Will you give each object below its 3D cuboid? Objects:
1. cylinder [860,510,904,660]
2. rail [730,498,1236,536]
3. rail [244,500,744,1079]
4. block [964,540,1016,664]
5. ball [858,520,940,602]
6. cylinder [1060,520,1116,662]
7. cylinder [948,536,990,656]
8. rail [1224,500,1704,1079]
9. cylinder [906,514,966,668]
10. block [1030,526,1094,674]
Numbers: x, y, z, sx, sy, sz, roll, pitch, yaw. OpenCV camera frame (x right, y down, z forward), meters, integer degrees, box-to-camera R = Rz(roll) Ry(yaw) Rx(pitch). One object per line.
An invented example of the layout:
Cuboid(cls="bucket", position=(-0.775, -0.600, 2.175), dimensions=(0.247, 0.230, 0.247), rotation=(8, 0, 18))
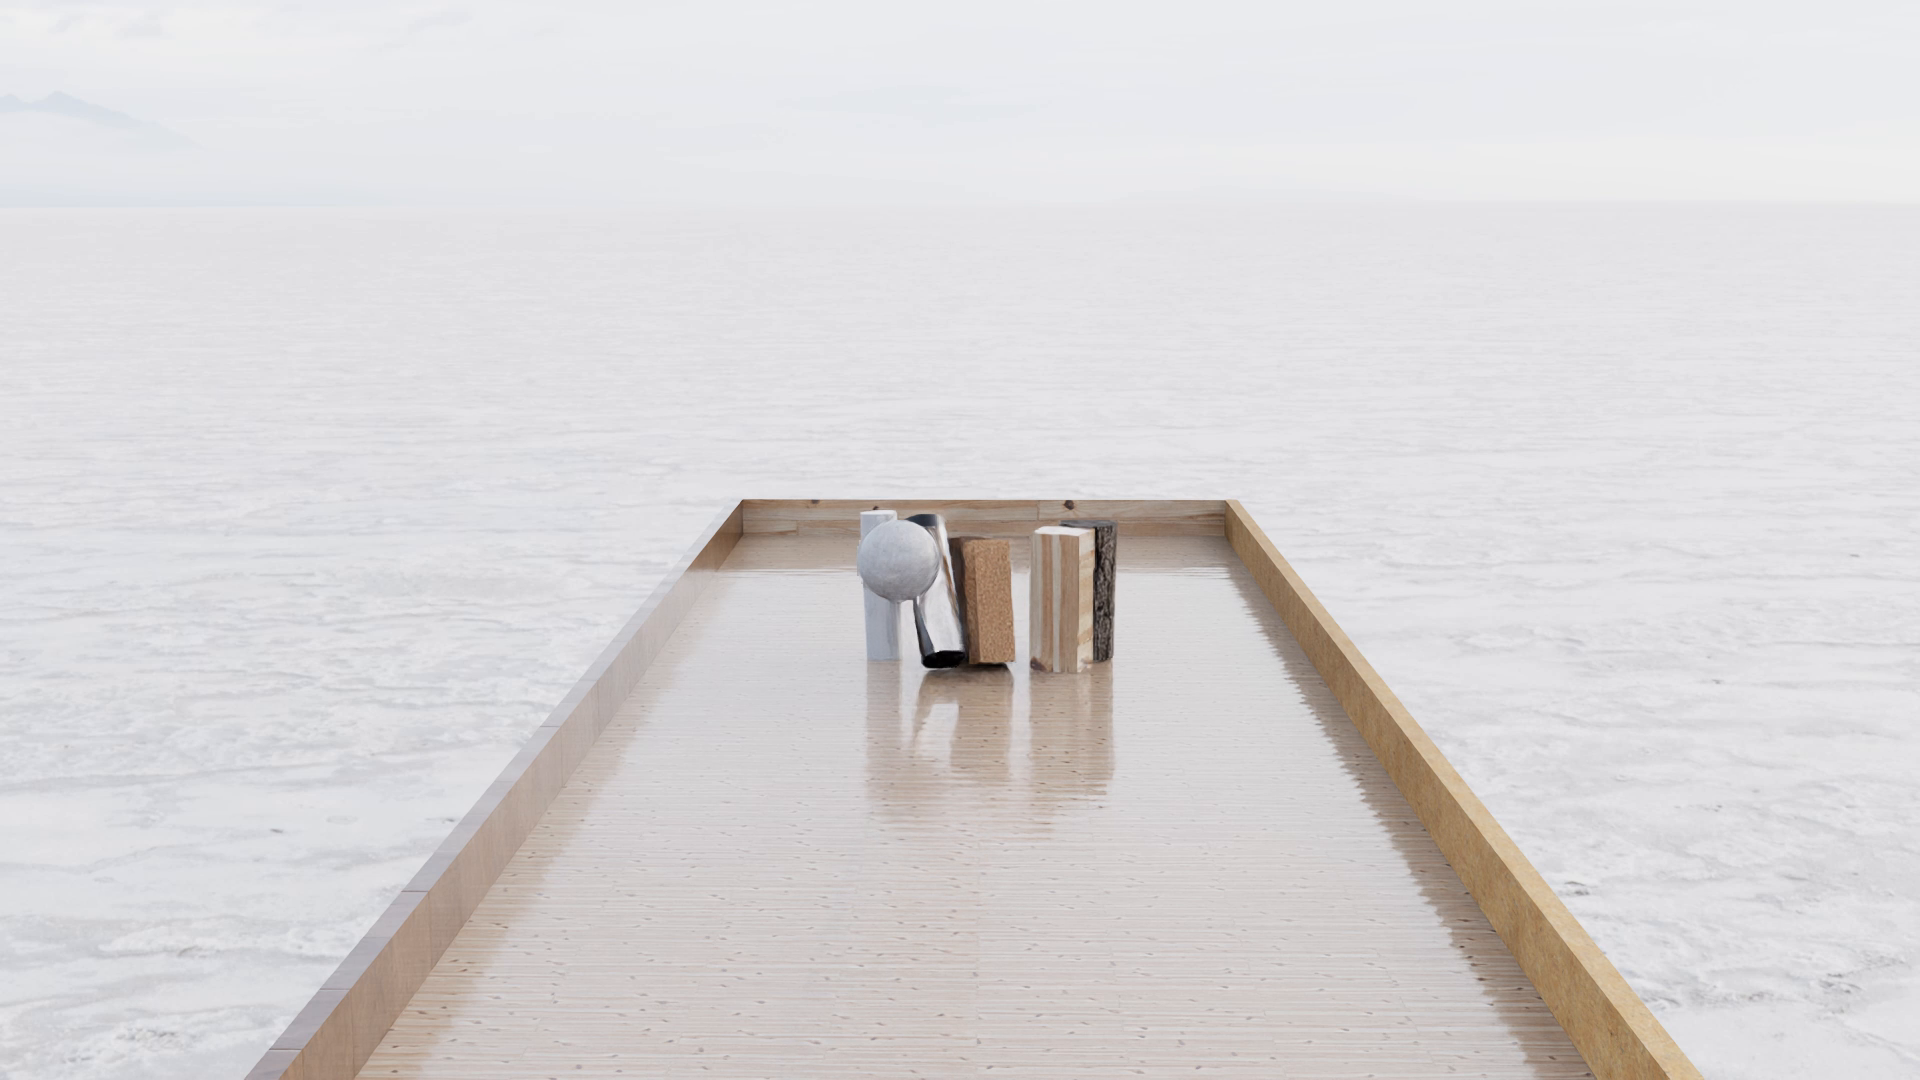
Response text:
Cuboid(cls="cylinder", position=(-0.239, 0.137, 6.715), dimensions=(0.114, 0.442, 0.114), rotation=(-2, 6, 0))
Cuboid(cls="rail", position=(0.099, -0.098, 9.147), dimensions=(2.100, 0.150, 0.050), rotation=(0, 9, 1))
Cuboid(cls="rail", position=(-1.004, 0.839, 3.234), dimensions=(0.050, 0.150, 12.000), rotation=(0, 9, 1))
Cuboid(cls="block", position=(0.088, 0.186, 6.611), dimensions=(0.109, 0.365, 0.109), rotation=(-2, -5, -17))
Cuboid(cls="ball", position=(-0.180, 0.061, 6.466), dimensions=(0.242, 0.242, 0.242), rotation=(0, 9, 0))
Cuboid(cls="cylinder", position=(0.385, 0.152, 6.718), dimensions=(0.175, 0.412, 0.175), rotation=(1, 8, 0))
Cuboid(cls="cylinder", position=(0.030, 0.172, 6.723), dimensions=(0.133, 0.353, 0.133), rotation=(0, -5, 0))
Cuboid(cls="rail", position=(1.046, 0.843, 3.208), dimensions=(0.050, 0.150, 12.000), rotation=(0, 9, 1))
Cuboid(cls="cylinder", position=(-0.081, 0.152, 6.621), dimensions=(0.135, 0.456, 0.135), rotation=(-7, -26, -4))
Cuboid(cls="block", position=(0.305, 0.176, 6.573), dimensions=(0.151, 0.413, 0.151), rotation=(3, 9, 20))
